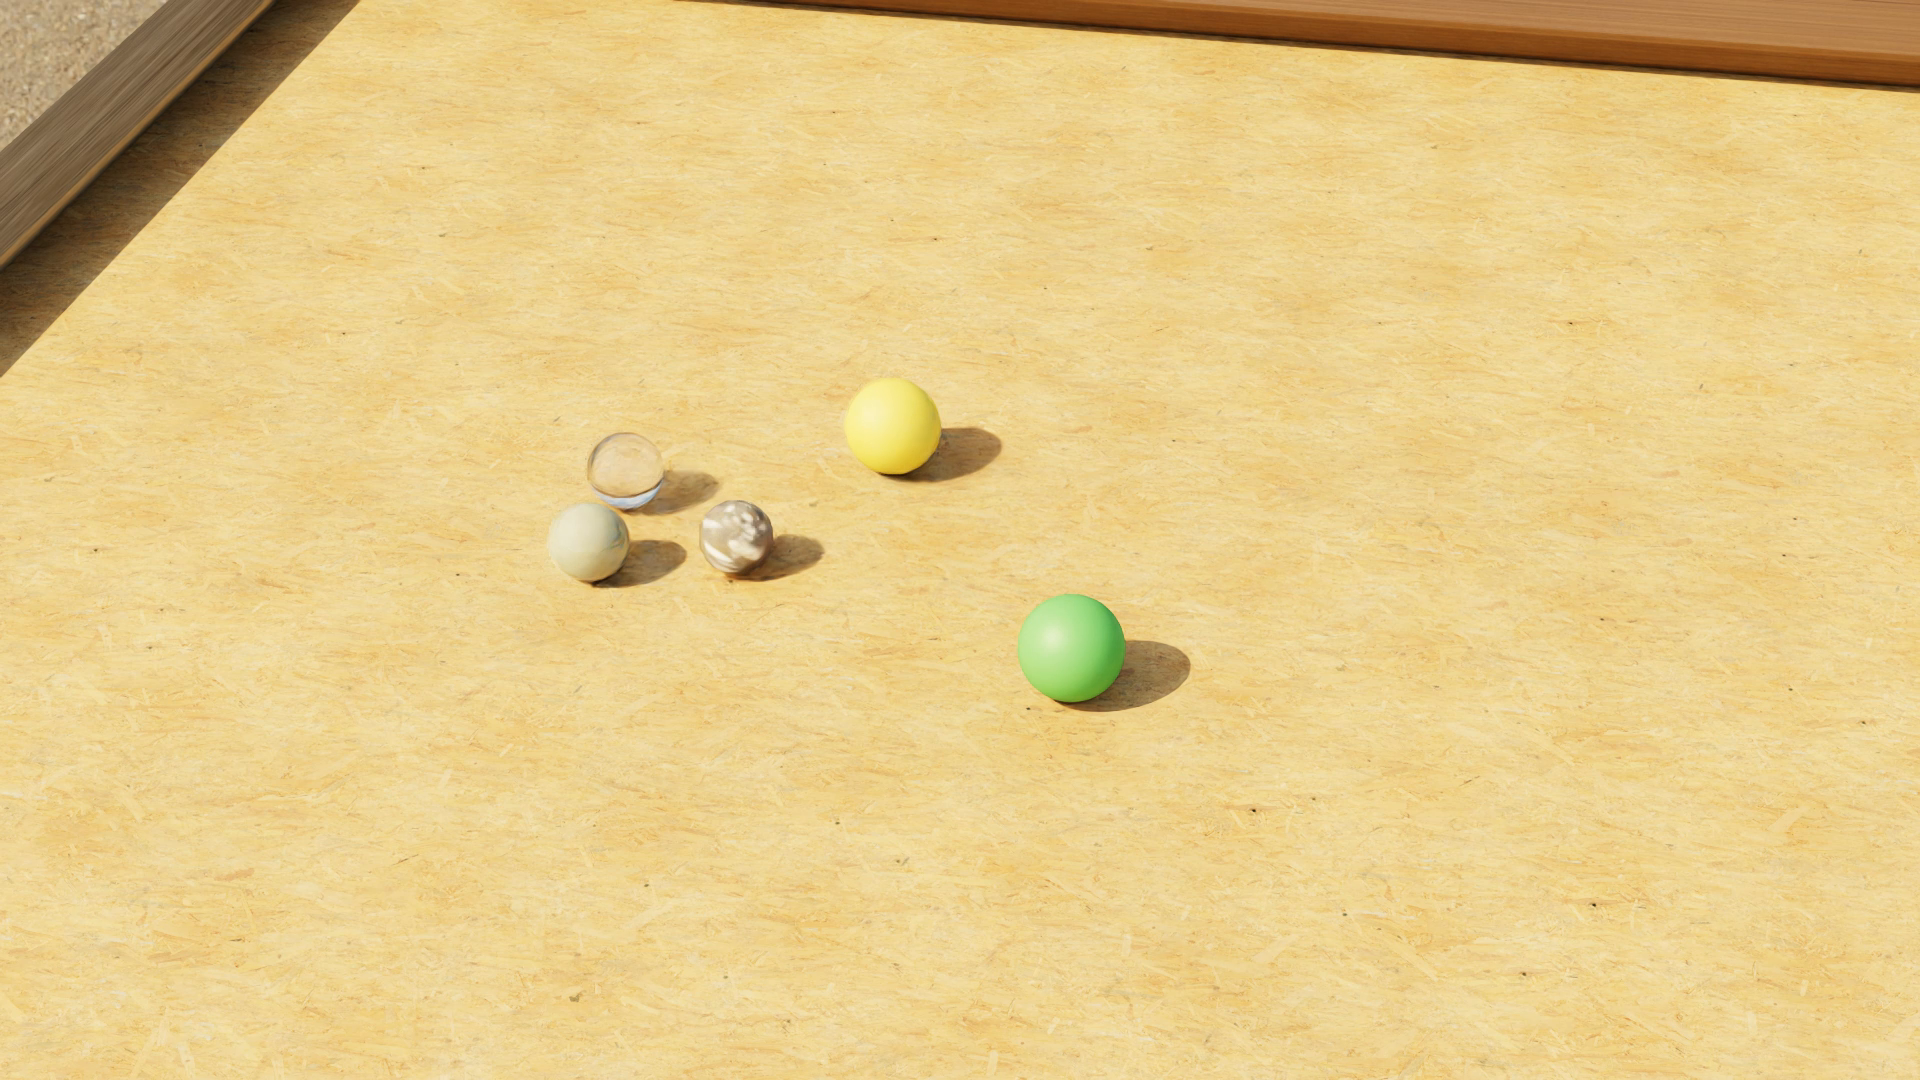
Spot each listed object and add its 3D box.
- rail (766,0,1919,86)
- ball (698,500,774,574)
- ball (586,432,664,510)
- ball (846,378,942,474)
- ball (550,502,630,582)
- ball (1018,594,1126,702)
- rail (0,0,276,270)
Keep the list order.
[{"bbox_3d":[1.092,-0.474,2.538,3.704,0.097,0.045,6,35,9],"label":"rail"},{"bbox_3d":[-0.165,-0.002,1.894,0.056,0.056,0.056,0,35,0],"label":"ball"},{"bbox_3d":[-0.256,-0.053,1.964,0.060,0.060,0.060,0,35,0],"label":"ball"},{"bbox_3d":[-0.052,-0.088,2.002,0.075,0.075,0.075,0,35,0],"label":"ball"},{"bbox_3d":[-0.272,0.001,1.886,0.059,0.059,0.059,0,35,0],"label":"ball"},{"bbox_3d":[0.077,0.074,1.766,0.075,0.075,0.075,0,35,0],"label":"ball"},{"bbox_3d":[-0.887,-0.107,2.007,0.045,0.097,2.038,6,35,9],"label":"rail"}]
